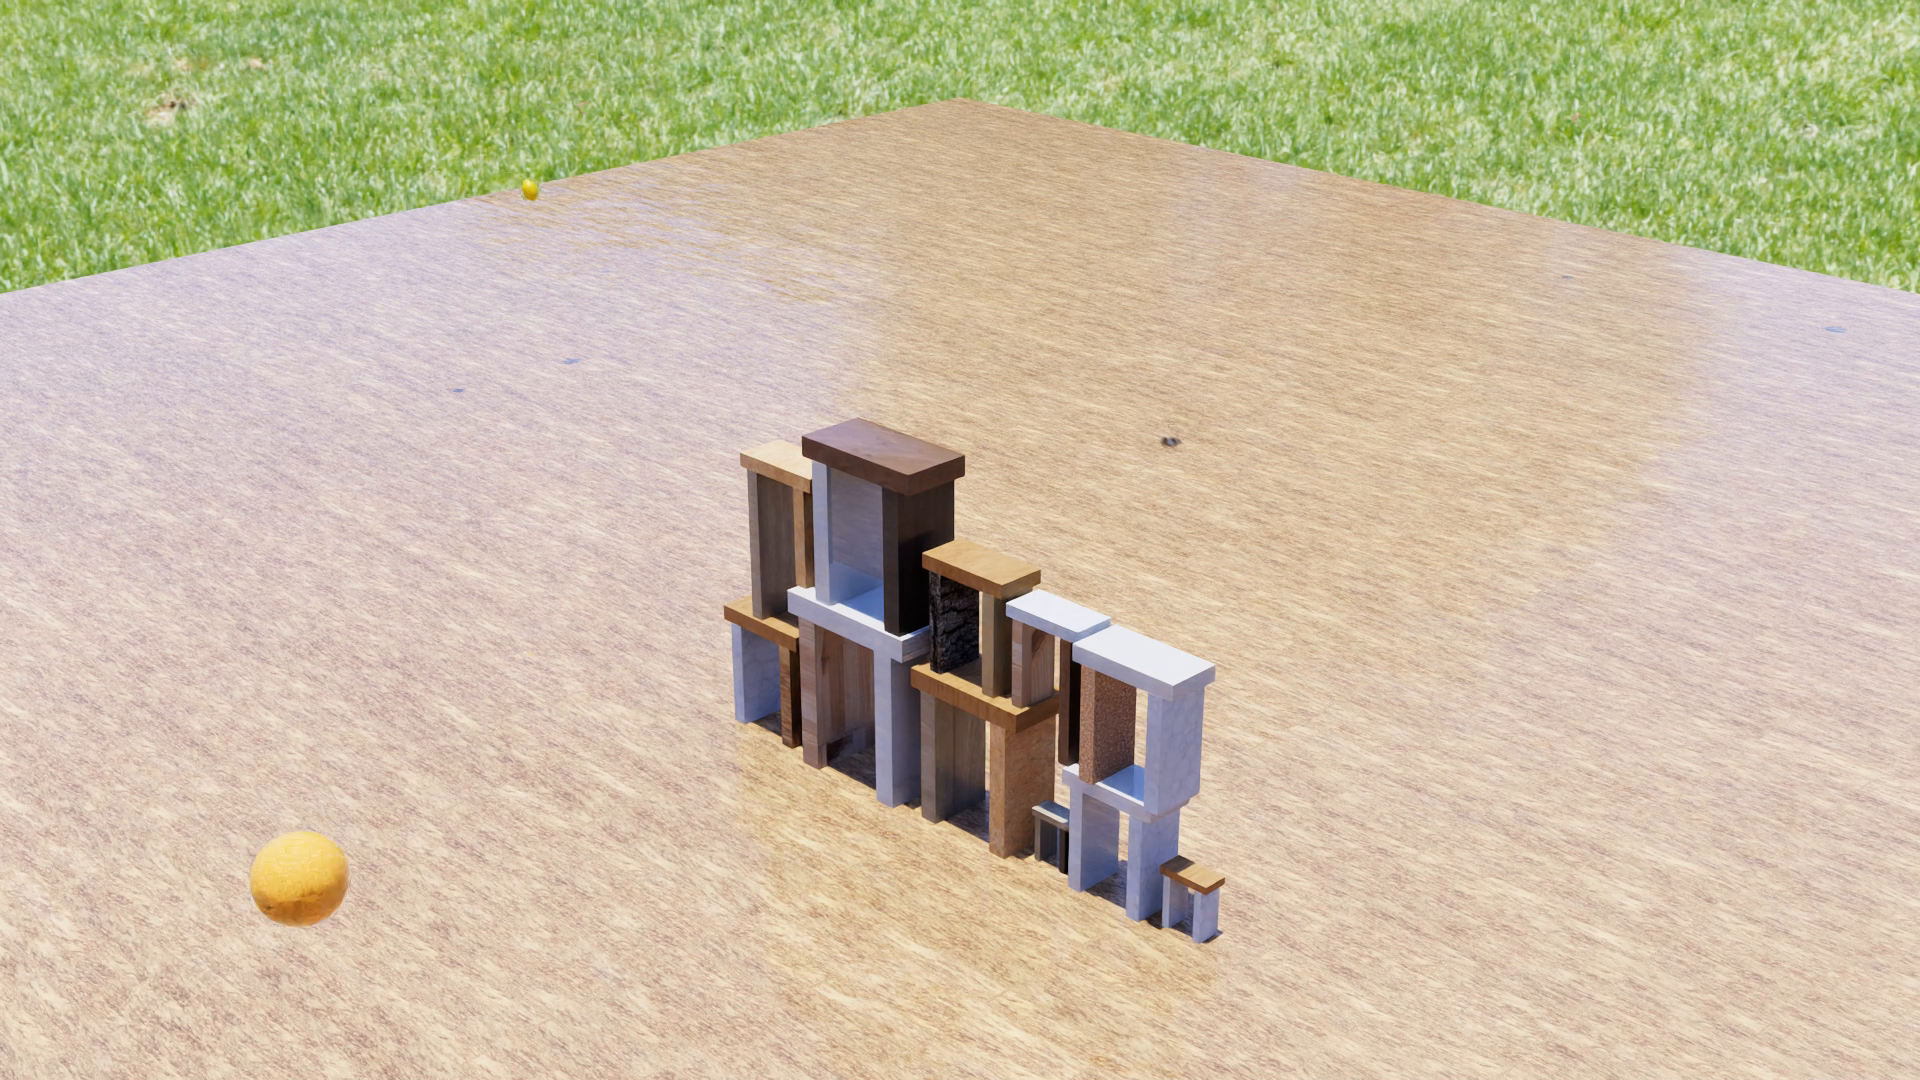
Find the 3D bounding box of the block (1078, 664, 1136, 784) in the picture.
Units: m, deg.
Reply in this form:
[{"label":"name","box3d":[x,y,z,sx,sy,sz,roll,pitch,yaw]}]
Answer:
[{"label":"block","box3d":[0.274,0.323,4.058,0.118,0.237,0.034,-21,31,-41]}]

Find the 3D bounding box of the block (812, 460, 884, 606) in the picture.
[{"label":"block","box3d":[-0.224,-0.033,4.450,0.043,0.306,0.153,21,31,41]}]

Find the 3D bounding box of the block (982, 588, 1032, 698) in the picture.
[{"label":"block","box3d":[0.091,0.186,4.211,0.030,0.214,0.107,21,31,41]}]

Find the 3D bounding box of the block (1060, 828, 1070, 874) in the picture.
[{"label":"block","box3d":[0.213,0.592,4.242,0.014,0.097,0.049,21,31,41]}]

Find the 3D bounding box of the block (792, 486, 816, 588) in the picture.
[{"label":"block","box3d":[-0.289,-0.018,4.528,0.031,0.218,0.109,21,31,41]}]

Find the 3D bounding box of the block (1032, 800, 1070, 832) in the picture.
[{"label":"block","box3d":[0.190,0.532,4.241,0.097,0.014,0.049,21,31,41]}]

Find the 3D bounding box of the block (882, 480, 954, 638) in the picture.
[{"label":"block","box3d":[-0.080,0.023,4.317,0.153,0.306,0.043,-21,31,-41]}]

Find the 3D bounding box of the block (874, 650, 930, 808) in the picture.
[{"label":"block","box3d":[-0.094,0.360,4.477,0.048,0.341,0.171,21,31,41]}]

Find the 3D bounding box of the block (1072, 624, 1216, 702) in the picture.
[{"label":"block","box3d":[0.330,0.220,3.954,0.118,0.034,0.237,-21,31,-41]}]

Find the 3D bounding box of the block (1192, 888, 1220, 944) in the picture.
[{"label":"block","box3d":[0.450,0.679,4.020,0.015,0.109,0.054,21,31,41]}]

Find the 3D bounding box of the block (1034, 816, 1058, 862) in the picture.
[{"label":"block","box3d":[0.168,0.574,4.284,0.014,0.097,0.049,21,31,41]}]

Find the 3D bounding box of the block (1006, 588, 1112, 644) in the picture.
[{"label":"block","box3d":[0.182,0.142,4.090,0.091,0.026,0.182,-21,31,-41]}]

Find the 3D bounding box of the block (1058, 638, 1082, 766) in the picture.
[{"label":"block","box3d":[0.225,0.290,4.107,0.091,0.259,0.026,-21,31,-41]}]

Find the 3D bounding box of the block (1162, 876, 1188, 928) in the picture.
[{"label":"block","box3d":[0.399,0.659,4.068,0.015,0.109,0.054,21,31,41]}]

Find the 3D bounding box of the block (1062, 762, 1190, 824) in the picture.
[{"label":"block","box3d":[0.307,0.456,4.086,0.219,0.031,0.109,21,31,41]}]

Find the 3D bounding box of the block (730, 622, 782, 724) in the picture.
[{"label":"block","box3d":[-0.440,0.274,4.812,0.034,0.237,0.118,21,31,41]}]

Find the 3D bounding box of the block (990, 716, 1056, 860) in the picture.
[{"label":"block","box3d":[0.122,0.467,4.295,0.041,0.286,0.143,21,31,41]}]

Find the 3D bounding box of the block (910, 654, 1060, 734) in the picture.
[{"label":"block","box3d":[0.055,0.290,4.293,0.286,0.041,0.143,21,31,41]}]

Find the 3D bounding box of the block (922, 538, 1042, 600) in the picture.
[{"label":"block","box3d":[0.040,0.054,4.210,0.214,0.030,0.107,21,31,41]}]

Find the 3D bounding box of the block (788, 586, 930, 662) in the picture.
[{"label":"block","box3d":[-0.174,0.149,4.475,0.341,0.048,0.171,21,31,41]}]

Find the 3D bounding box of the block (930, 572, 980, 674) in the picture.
[{"label":"block","box3d":[-0.010,0.147,4.304,0.030,0.214,0.107,21,31,41]}]

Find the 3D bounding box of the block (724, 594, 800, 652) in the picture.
[{"label":"block","box3d":[-0.384,0.172,4.707,0.237,0.034,0.118,21,31,41]}]

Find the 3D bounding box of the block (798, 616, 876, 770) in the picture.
[{"label":"block","box3d":[-0.254,0.297,4.625,0.048,0.341,0.171,21,31,41]}]

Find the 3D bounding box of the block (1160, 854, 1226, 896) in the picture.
[{"label":"block","box3d":[0.424,0.612,4.020,0.109,0.015,0.054,21,31,41]}]

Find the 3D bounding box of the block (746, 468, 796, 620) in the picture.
[{"label":"block","box3d":[-0.392,-0.003,4.645,0.031,0.337,0.109,21,31,41]}]

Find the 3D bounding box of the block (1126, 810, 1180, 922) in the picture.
[{"label":"block","box3d":[0.359,0.591,4.087,0.031,0.219,0.109,21,31,41]}]

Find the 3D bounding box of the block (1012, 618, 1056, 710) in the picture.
[{"label":"block","box3d":[0.139,0.221,4.170,0.026,0.182,0.091,21,31,41]}]

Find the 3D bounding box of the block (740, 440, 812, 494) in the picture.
[{"label":"block","box3d":[-0.341,-0.153,4.526,0.218,0.031,0.109,21,31,41]}]

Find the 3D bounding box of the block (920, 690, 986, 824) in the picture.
[{"label":"block","box3d":[-0.013,0.414,4.419,0.041,0.286,0.143,21,31,41]}]

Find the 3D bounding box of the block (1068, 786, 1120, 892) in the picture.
[{"label":"block","box3d":[0.256,0.551,4.182,0.031,0.219,0.109,21,31,41]}]

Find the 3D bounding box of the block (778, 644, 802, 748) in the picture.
[{"label":"block","box3d":[-0.328,0.318,4.709,0.034,0.237,0.118,21,31,41]}]

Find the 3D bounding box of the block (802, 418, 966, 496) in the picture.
[{"label":"block","box3d":[-0.152,-0.166,4.316,0.306,0.043,0.153,21,31,41]}]

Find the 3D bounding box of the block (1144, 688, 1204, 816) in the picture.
[{"label":"block","box3d":[0.385,0.366,3.955,0.118,0.237,0.034,-21,31,-41]}]
